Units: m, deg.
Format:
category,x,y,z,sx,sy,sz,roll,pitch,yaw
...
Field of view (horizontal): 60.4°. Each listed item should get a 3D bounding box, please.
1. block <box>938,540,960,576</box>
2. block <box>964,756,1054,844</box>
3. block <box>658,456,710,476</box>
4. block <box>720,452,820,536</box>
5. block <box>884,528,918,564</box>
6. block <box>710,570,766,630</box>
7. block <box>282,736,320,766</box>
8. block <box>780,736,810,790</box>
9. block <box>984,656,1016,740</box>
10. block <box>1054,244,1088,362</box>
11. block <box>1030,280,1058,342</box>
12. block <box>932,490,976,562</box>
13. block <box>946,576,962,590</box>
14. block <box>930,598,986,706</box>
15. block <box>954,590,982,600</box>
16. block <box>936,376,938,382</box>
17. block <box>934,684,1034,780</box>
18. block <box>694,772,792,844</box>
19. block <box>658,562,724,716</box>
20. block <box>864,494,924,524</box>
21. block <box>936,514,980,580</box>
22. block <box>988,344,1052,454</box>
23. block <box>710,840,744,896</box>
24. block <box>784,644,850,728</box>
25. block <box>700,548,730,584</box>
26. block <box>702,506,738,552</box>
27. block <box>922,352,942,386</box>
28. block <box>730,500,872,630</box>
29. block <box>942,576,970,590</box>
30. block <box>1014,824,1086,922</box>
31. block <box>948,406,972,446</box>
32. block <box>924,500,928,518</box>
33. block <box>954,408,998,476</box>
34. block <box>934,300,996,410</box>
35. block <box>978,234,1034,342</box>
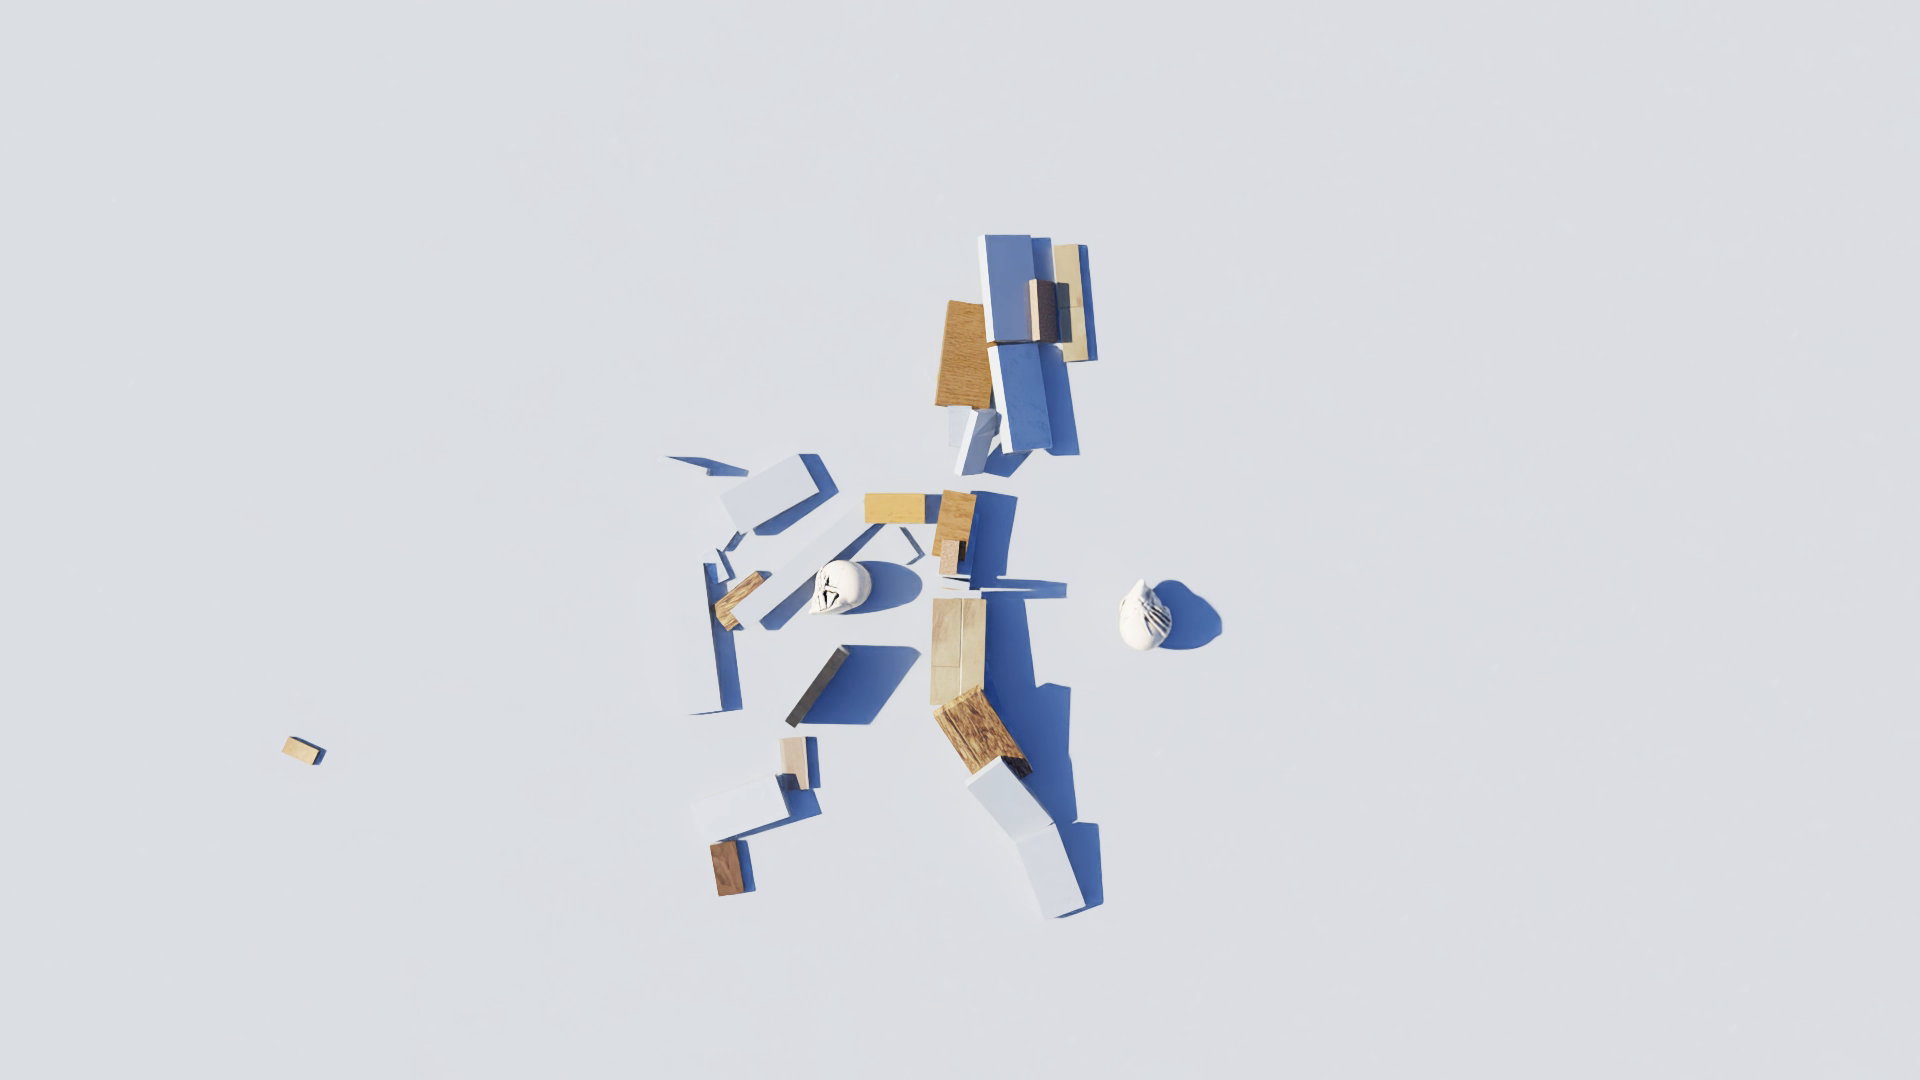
category,x,y,z,sx,sy,sz,roll,pitch,yaw
block,-0.036,0.057,5.404,0.057,0.016,0.114,5,90,0
block,0.162,0.860,5.426,0.145,0.041,0.291,-37,109,6
block,-0.911,-0.246,5.460,0.161,0.081,0.023,16,90,0
block,-0.632,-0.153,5.465,0.295,0.042,0.148,-29,90,-6
block,-0.194,0.020,5.492,0.057,0.016,0.114,-35,90,0
block,-0.724,0.202,5.486,0.198,0.028,0.099,-39,90,0
block,-2.195,0.702,5.492,0.110,0.016,0.055,25,90,0
block,-0.551,0.743,5.488,0.086,0.024,0.173,-4,90,0
block,0.055,0.564,5.475,0.175,0.049,0.349,-20,90,0
block,0.368,-0.789,5.489,0.081,0.023,0.387,-5,90,0
block,0.277,-0.757,5.453,0.028,0.099,0.198,-3,90,40
block,-0.020,-0.048,5.428,0.111,0.031,0.221,10,90,0
block,-0.008,0.077,5.487,0.090,0.025,0.179,6,90,0
block,-0.006,0.370,5.429,0.175,0.049,0.349,1,84,2
block,0.023,0.181,5.410,0.090,0.179,0.025,2,86,0
block,-0.013,-0.487,5.461,0.077,0.022,0.155,-25,89,-11
block,0.076,0.661,5.397,0.175,0.049,0.349,-31,109,4
block,-0.722,0.890,5.467,0.291,0.041,0.145,-19,90,5
block,-0.893,0.329,5.479,0.148,0.042,0.492,-7,90,0
block,-0.217,-0.105,5.465,0.198,0.028,0.099,0,88,-2
block,-0.006,0.015,5.459,0.111,0.031,0.221,8,90,0
block,0.199,-0.467,5.428,0.174,0.049,0.347,-8,90,-37
block,-0.774,1.092,5.488,0.086,0.024,0.173,-10,90,0
block,-0.467,0.480,5.426,0.042,0.148,0.295,36,90,0
block,-0.815,0.088,5.492,0.055,0.016,0.110,-25,90,0
block,-0.776,-0.050,5.489,0.081,0.023,0.161,36,90,0
block,-0.053,-0.538,5.489,0.077,0.022,0.155,-30,90,0
block,-0.515,0.084,5.469,0.568,0.024,0.086,-40,90,-4
block,-0.015,0.142,5.385,0.090,0.179,0.025,7,91,0
block,0.297,1.099,5.454,0.145,0.041,0.291,-20,100,0
block,-0.001,-0.374,5.440,0.077,0.022,0.155,1,132,0
block,-0.165,-0.102,5.492,0.114,0.016,0.057,-2,90,0
block,0.056,-0.321,5.412,0.031,0.111,0.221,30,115,35
block,0.026,-0.605,5.443,0.174,0.049,0.347,8,83,-9
block,0.162,-0.830,5.439,0.174,0.049,0.347,-5,90,-27
